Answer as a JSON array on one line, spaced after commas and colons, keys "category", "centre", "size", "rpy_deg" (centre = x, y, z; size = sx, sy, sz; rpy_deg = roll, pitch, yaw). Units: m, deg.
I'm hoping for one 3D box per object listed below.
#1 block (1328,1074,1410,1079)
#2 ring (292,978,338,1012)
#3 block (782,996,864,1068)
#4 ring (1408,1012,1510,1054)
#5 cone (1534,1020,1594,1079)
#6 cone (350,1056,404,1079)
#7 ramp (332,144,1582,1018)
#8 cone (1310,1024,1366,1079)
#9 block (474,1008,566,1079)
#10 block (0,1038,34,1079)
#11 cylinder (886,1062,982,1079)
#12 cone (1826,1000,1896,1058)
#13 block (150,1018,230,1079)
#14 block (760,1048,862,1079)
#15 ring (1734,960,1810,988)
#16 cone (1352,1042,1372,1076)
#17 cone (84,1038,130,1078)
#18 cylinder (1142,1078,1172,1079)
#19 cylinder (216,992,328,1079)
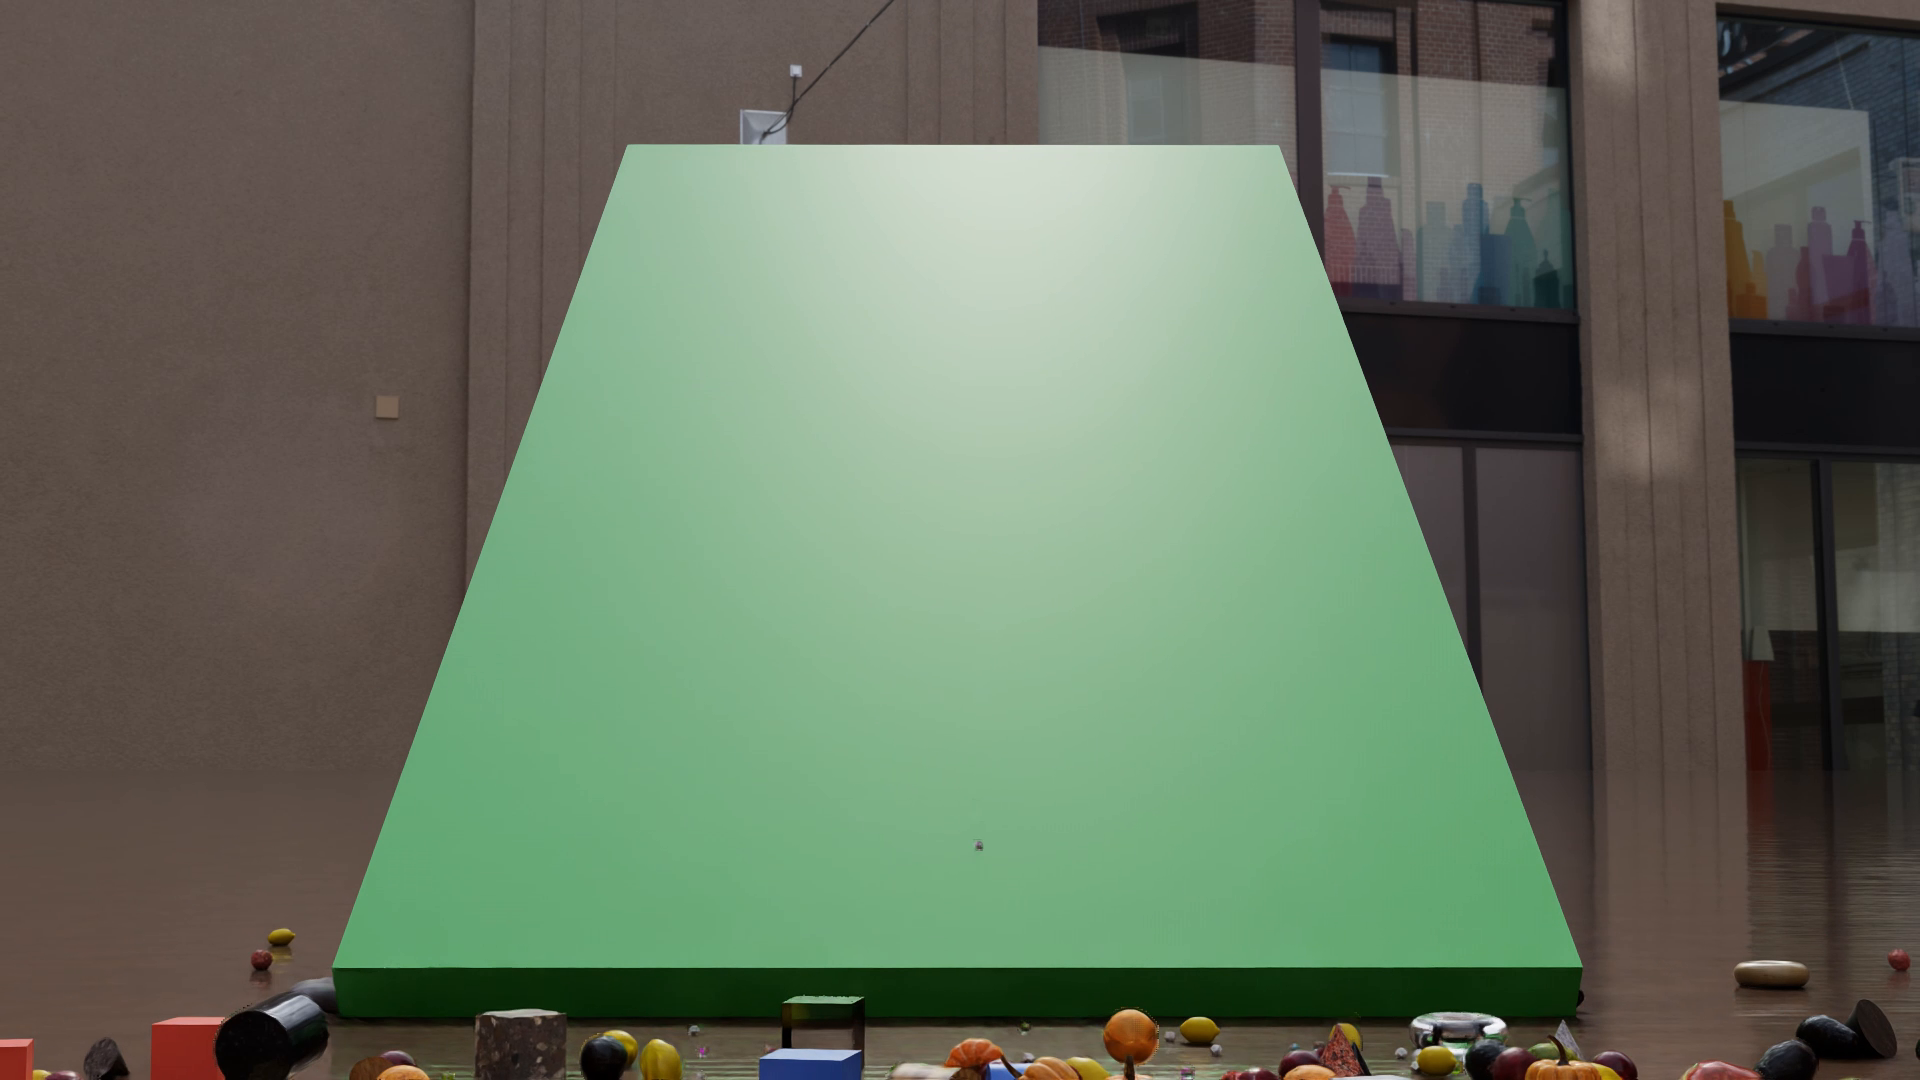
[{"category": "block", "centre": [0.439, 0.604, 2.499], "size": [0.077, 0.077, 0.077], "rpy_deg": [2, -6, -23]}, {"category": "ring", "centre": [-1.044, 0.759, 3.985], "size": [0.146, 0.049, 0.146], "rpy_deg": [-1, -5, 0]}, {"category": "block", "centre": [-0.182, 0.660, 3.184], "size": [0.094, 0.094, 0.094], "rpy_deg": [-1, -5, 8]}, {"category": "ring", "centre": [0.715, 0.707, 3.430], "size": [0.143, 0.048, 0.143], "rpy_deg": [-1, -5, 0]}, {"category": "cone", "centre": [0.782, 0.660, 3.095], "size": [0.078, 0.078, 0.078], "rpy_deg": [0, -5, 0]}, {"category": "cone", "centre": [-0.705, 0.659, 2.835], "size": [0.069, 0.069, 0.069], "rpy_deg": [4, -34, -37]}, {"category": "ramp", "centre": [-0.012, -0.221, 5.606], "size": [2.000, 0.100, 4.000], "rpy_deg": [0, 28, 0]}, {"category": "cone", "centre": [0.453, 0.627, 2.860], "size": [0.099, 0.099, 0.099], "rpy_deg": [0, -5, 0]}, {"category": "block", "centre": [-0.571, 0.657, 3.103], "size": [0.084, 0.084, 0.084], "rpy_deg": [5, -7, -42]}, {"category": "block", "centre": [-1.136, 0.632, 2.808], "size": [0.080, 0.080, 0.080], "rpy_deg": [1, -6, -16]}, {"category": "cylinder", "centre": [-0.027, 0.608, 2.573], "size": [0.083, 0.083, 0.083], "rpy_deg": [-5, -7, 42]}, {"category": "cone", "centre": [1.258, 0.706, 3.376], "size": [0.086, 0.086, 0.086], "rpy_deg": [5, -34, -43]}, {"category": "block", "centre": [-0.961, 0.649, 3.012], "size": [0.085, 0.085, 0.085], "rpy_deg": [0, -5, 3]}, {"category": "block", "centre": [-0.163, 0.607, 2.606], "size": [0.091, 0.091, 0.091], "rpy_deg": [-1, -5, 11]}, {"category": "ring", "centre": [1.494, 0.800, 4.402], "size": [0.134, 0.045, 0.134], "rpy_deg": [-1, -6, 0]}, {"category": "cone", "centre": [0.493, 0.658, 2.988], "size": [0.062, 0.062, 0.062], "rpy_deg": [0, -5, 0]}, {"category": "cone", "centre": [-1.109, 0.690, 3.137], "size": [0.055, 0.055, 0.055], "rpy_deg": [-3, -33, 29]}, {"category": "cylinder", "centre": [0.223, 0.634, 2.684], "size": [0.052, 0.052, 0.052], "rpy_deg": [0, -5, 0]}, {"category": "cylinder", "centre": [-0.816, 0.596, 2.838], "size": [0.097, 0.097, 0.097], "rpy_deg": [-1, 2, 10]}]
